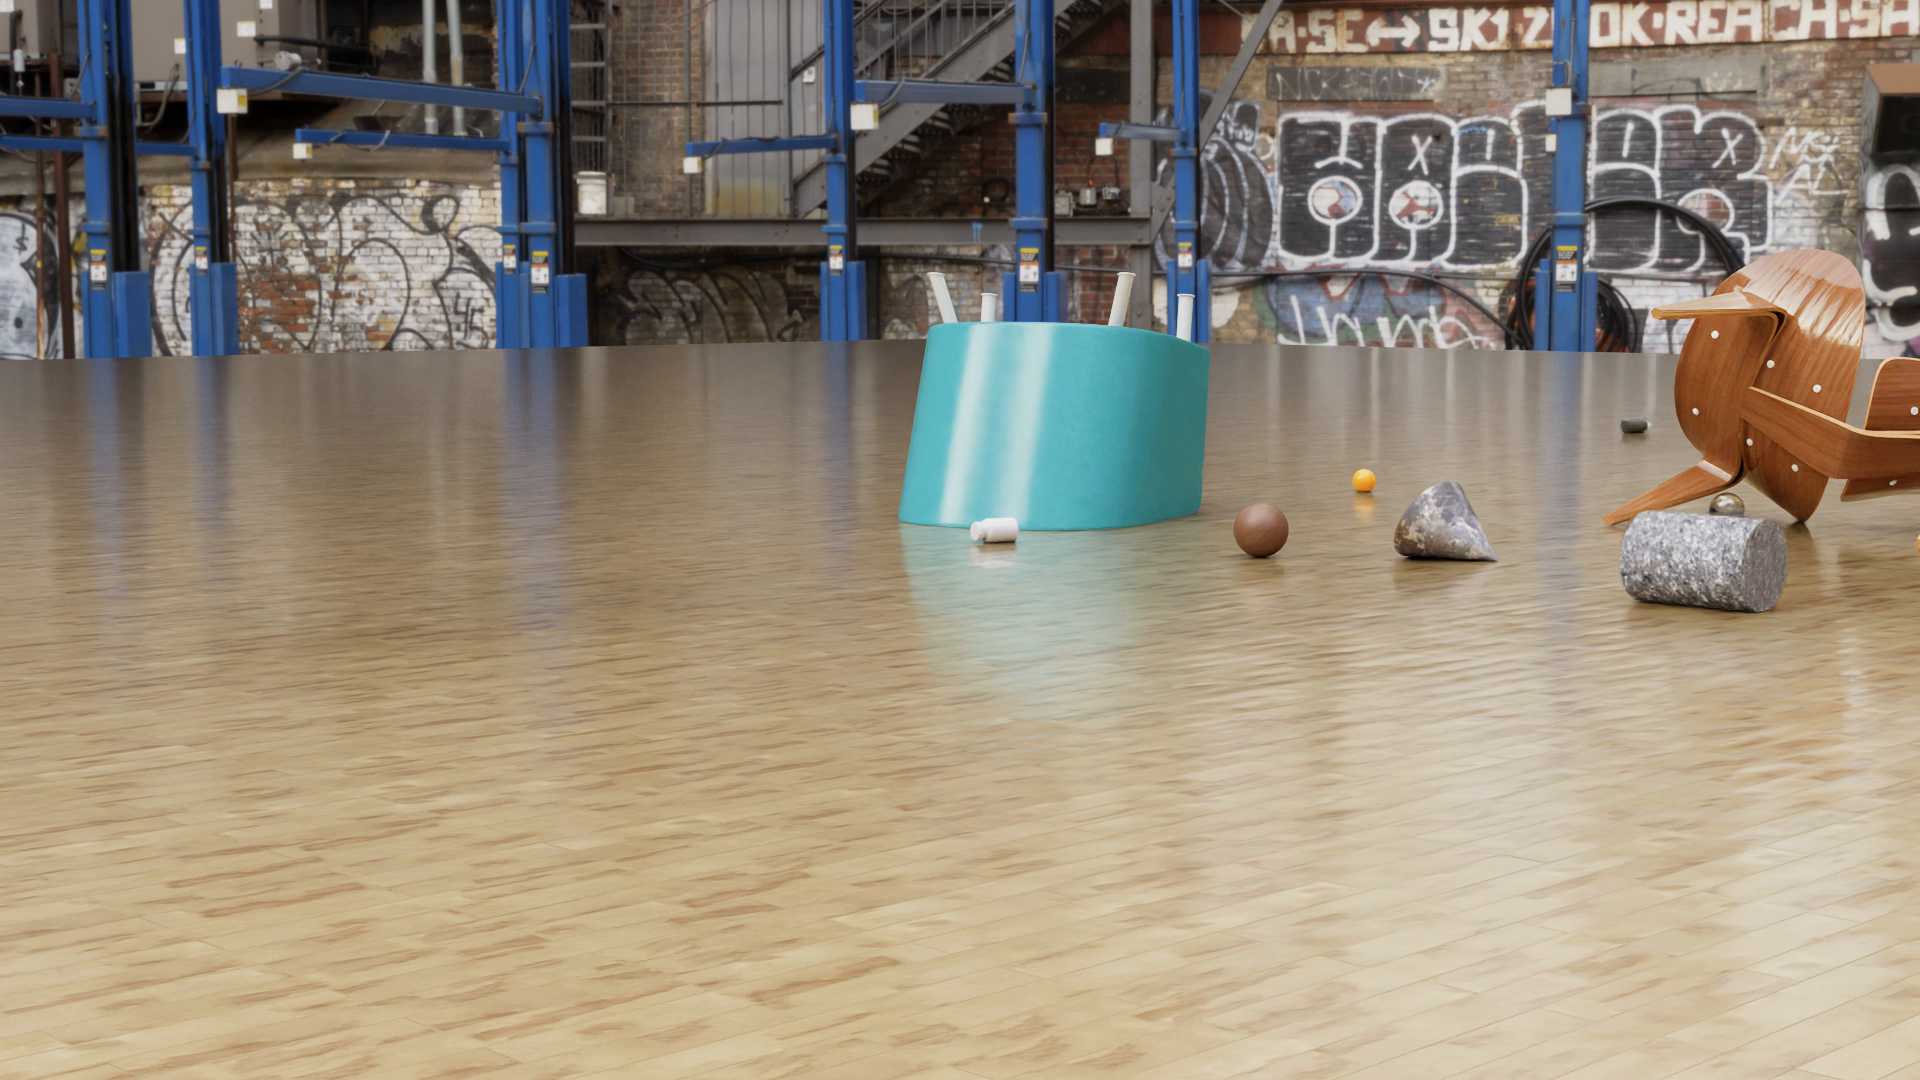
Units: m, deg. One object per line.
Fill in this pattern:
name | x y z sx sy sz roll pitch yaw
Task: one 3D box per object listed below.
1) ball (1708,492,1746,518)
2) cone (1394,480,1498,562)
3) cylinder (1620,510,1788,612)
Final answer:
ball | 2.014 -0.079 6.739 0.091 0.091 0.091 0 6 0
cone | 1.173 -0.001 5.976 0.197 0.203 0.338 35 21 27
cylinder | 1.487 0.040 5.130 0.267 0.179 0.187 6 51 46
